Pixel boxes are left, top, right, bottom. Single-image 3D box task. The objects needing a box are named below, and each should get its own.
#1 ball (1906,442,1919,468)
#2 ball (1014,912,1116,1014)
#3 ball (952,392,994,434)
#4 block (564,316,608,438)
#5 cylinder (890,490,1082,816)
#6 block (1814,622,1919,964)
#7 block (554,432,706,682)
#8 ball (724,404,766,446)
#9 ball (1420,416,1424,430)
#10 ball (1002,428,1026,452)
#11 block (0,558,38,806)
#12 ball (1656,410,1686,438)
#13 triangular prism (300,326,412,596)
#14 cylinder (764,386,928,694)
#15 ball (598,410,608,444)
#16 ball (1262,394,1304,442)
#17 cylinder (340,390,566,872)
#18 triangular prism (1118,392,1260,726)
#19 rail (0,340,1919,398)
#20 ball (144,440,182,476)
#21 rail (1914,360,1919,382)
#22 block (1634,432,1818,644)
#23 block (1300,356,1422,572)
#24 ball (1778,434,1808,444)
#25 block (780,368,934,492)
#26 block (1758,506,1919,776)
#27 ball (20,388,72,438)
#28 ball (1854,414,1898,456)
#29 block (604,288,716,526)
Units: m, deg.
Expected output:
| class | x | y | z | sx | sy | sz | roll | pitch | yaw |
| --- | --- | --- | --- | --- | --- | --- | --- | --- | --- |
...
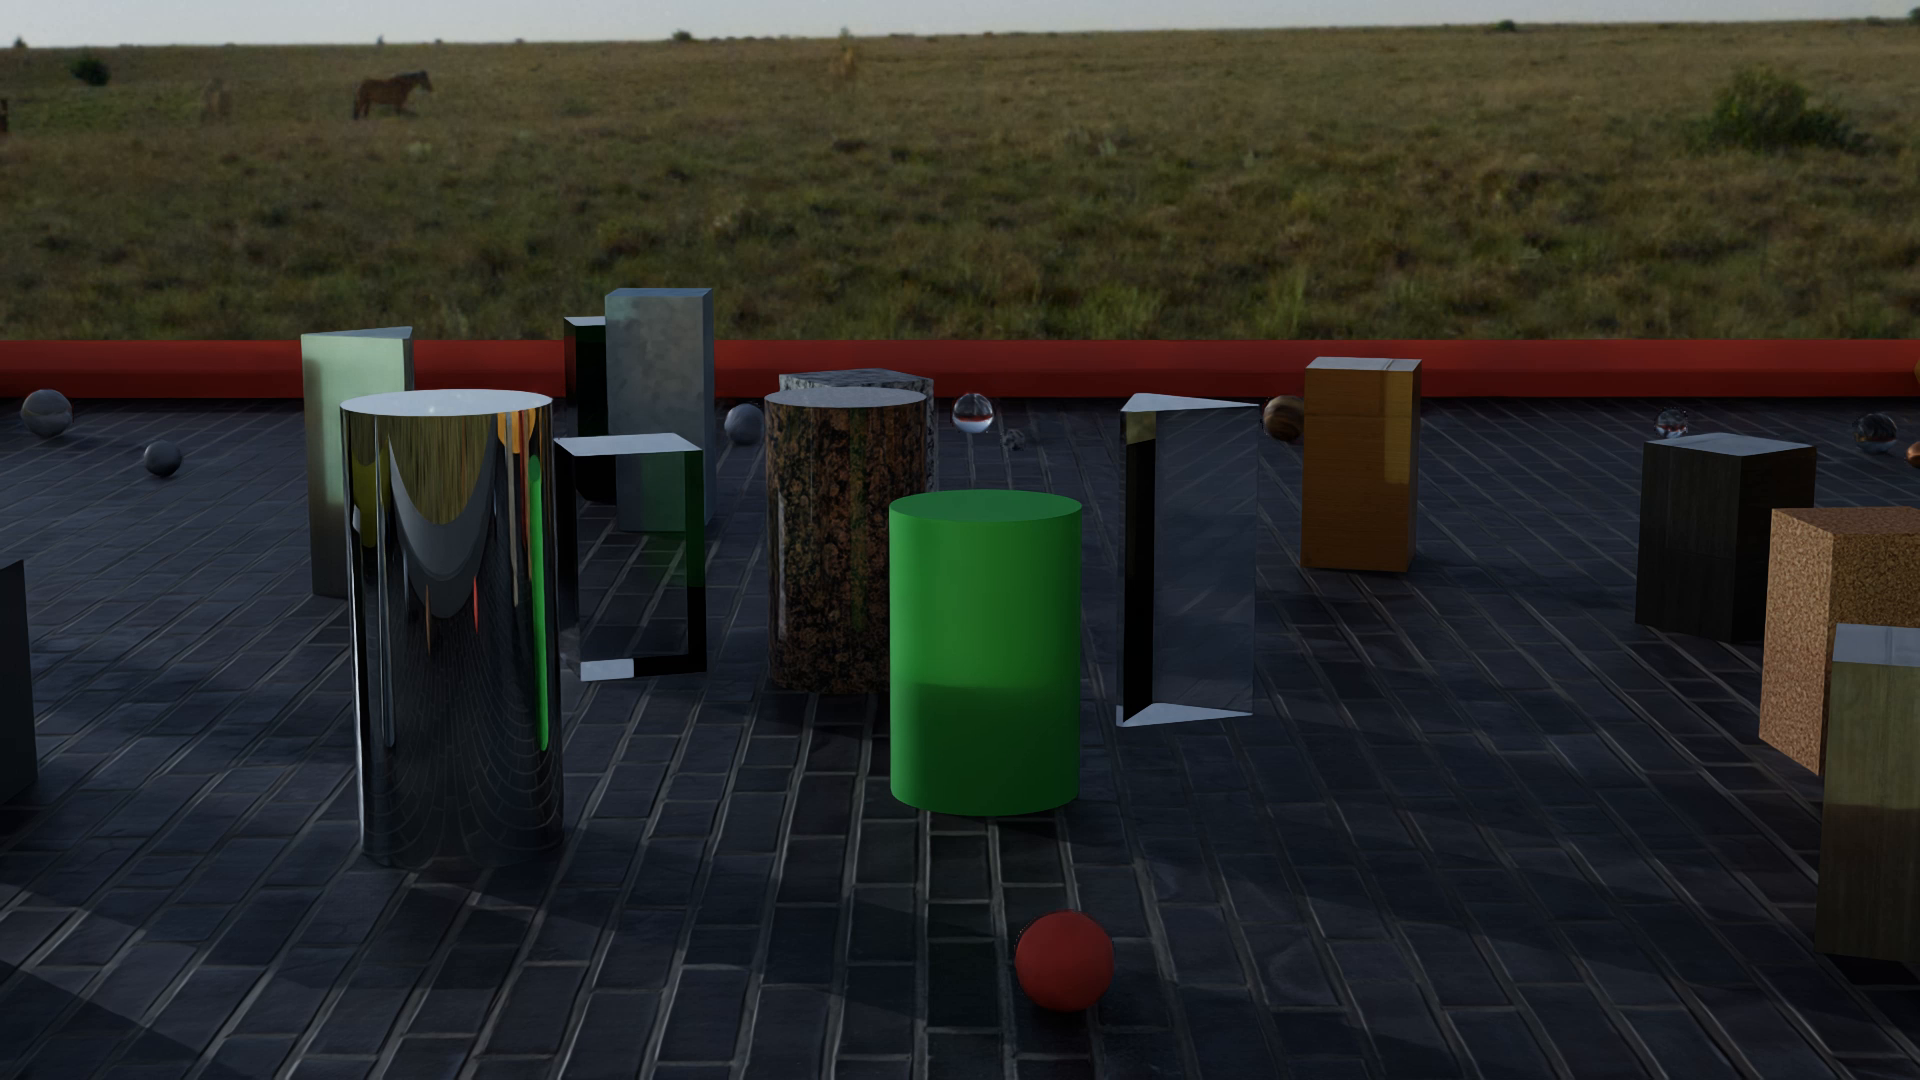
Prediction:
| class | x | y | z | sx | sy | sz | roll | pitch | yaw |
| --- | --- | --- | --- | --- | --- | --- | --- | --- | --- |
| ball | 1.745 | -0.154 | 4.661 | 0.049 | 0.049 | 0.049 | 0 | 11 | 0 |
| ball | 0.082 | 0.328 | 1.993 | 0.078 | 0.078 | 0.078 | 0 | 11 | 0 |
| ball | 0.025 | -0.250 | 5.087 | 0.083 | 0.083 | 0.083 | 0 | 11 | 0 |
| block | -0.596 | -0.236 | 4.446 | 0.154 | 0.290 | 0.154 | -3 | 11 | -16 |
| cylinder | 0.025 | 0.109 | 2.581 | 0.192 | 0.293 | 0.192 | 0 | 11 | 0 |
| block | 0.807 | 0.212 | 2.152 | 0.154 | 0.248 | 0.154 | 4 | 11 | 20 |
| block | -0.404 | 0.017 | 3.133 | 0.154 | 0.271 | 0.154 | -4 | 11 | -19 |
| ball | -0.411 | -0.221 | 4.934 | 0.082 | 0.082 | 0.082 | 0 | 11 | 0 |
| ball | 0.900 | -0.231 | 5.094 | 0.042 | 0.042 | 0.042 | 0 | 11 | 0 |
| ball | 0.102 | -0.189 | 4.865 | 0.044 | 0.044 | 0.044 | 0 | 11 | 0 |
| block | -1.030 | 0.146 | 2.552 | 0.154 | 0.231 | 0.154 | 0 | 11 | 1 |
| ball | 1.396 | -0.227 | 5.032 | 0.058 | 0.058 | 0.058 | 0 | 11 | 0 |
| triangular prism | -0.798 | -0.110 | 3.574 | 0.166 | 0.361 | 0.144 | 4 | 11 | 19 |
| cylinder | -0.135 | -0.003 | 3.063 | 0.192 | 0.338 | 0.192 | 0 | 11 | 0 |
| ball | -0.660 | -0.218 | 4.936 | 0.075 | 0.075 | 0.075 | 0 | 11 | 0 |
| ball | 0.636 | -0.238 | 4.998 | 0.091 | 0.091 | 0.091 | 0 | 11 | 0 |
| cylinder | -0.472 | 0.079 | 2.397 | 0.192 | 0.419 | 0.192 | 0 | 11 | 0 |
| triangular prism | 0.230 | 0.017 | 2.915 | 0.166 | 0.353 | 0.144 | -4 | 11 | -20 |
| rail | -0.013 | -0.374 | 5.634 | 4.300 | 0.125 | 0.045 | 0 | 11 | 0 |
| ball | -1.421 | -0.145 | 4.571 | 0.065 | 0.065 | 0.065 | 0 | 11 | 0 |
| rail | 2.126 | 0.030 | 3.461 | 0.045 | 0.125 | 4.491 | 0 | 11 | 0 |
| block | 0.997 | -0.006 | 3.342 | 0.154 | 0.241 | 0.154 | -8 | 13 | -35 |
| block | 0.592 | -0.115 | 3.785 | 0.154 | 0.292 | 0.154 | 3 | 11 | 14 |
| ball | 1.500 | -0.158 | 4.629 | 0.068 | 0.068 | 0.068 | 0 | 11 | 0 |
| block | -0.140 | -0.067 | 3.481 | 0.154 | 0.310 | 0.154 | -6 | 12 | -30 |
| block | 0.958 | 0.104 | 2.716 | 0.154 | 0.254 | 0.154 | -1 | 11 | -6 |
| ball | -1.797 | -0.250 | 5.048 | 0.096 | 0.096 | 0.096 | 0 | 11 | 0 |
| ball | 1.721 | -0.199 | 4.824 | 0.078 | 0.078 | 0.078 | 0 | 11 | 0 |
| block | -0.480 | -0.217 | 4.137 | 0.154 | 0.365 | 0.154 | 0 | 11 | 1 |
